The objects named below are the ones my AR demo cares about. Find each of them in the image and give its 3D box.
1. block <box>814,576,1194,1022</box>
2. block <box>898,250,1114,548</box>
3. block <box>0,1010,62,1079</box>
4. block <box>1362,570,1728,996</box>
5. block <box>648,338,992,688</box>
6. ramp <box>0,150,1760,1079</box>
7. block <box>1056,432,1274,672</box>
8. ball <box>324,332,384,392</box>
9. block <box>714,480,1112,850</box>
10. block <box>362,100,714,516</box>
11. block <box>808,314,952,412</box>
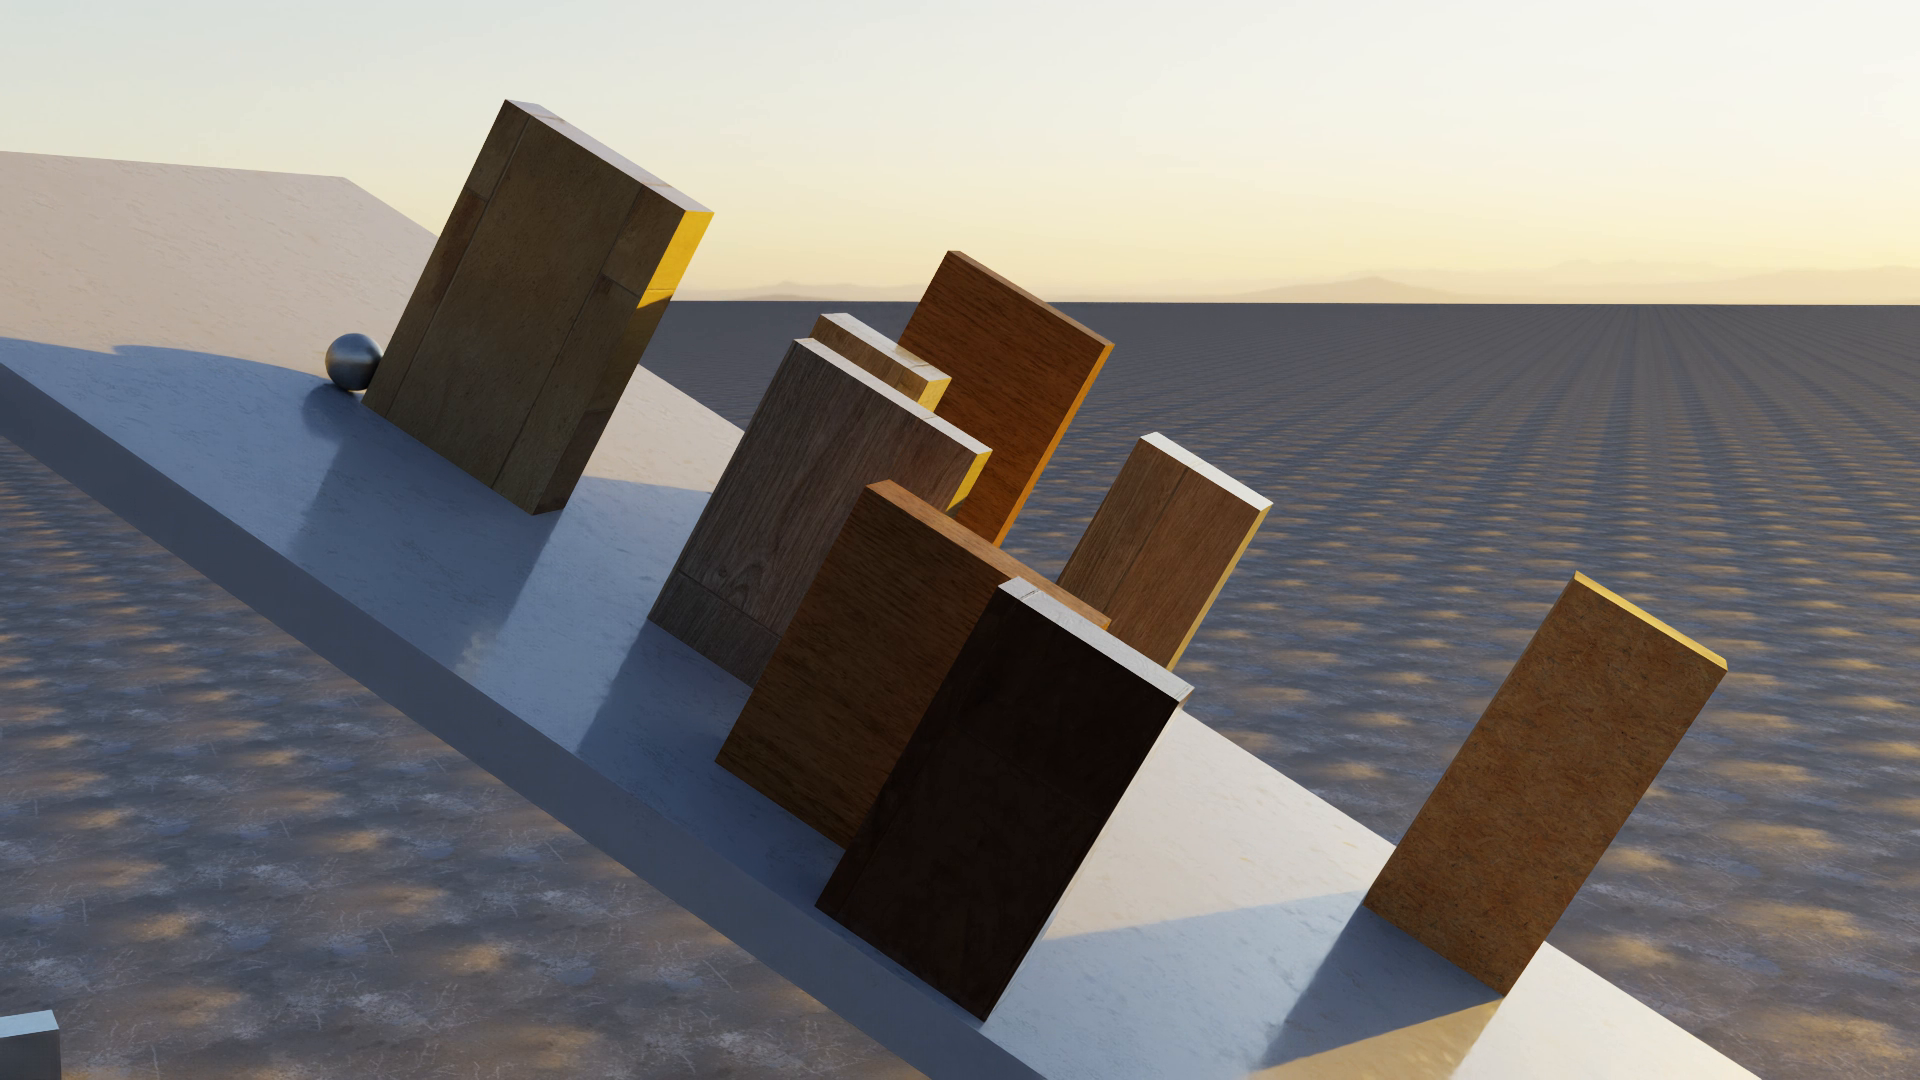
[{"bbox_3d":[0.059,0.365,3.101,0.294,0.547,0.107,32,15,11],"label":"block"},{"bbox_3d":[-0.004,-0.243,4.811,0.403,0.661,0.088,32,15,11],"label":"block"},{"bbox_3d":[-2.135,1.174,5.005,0.148,0.148,0.148,-4,8,-28],"label":"block"},{"bbox_3d":[1.142,0.480,4.324,0.327,0.776,0.125,32,15,11],"label":"block"},{"bbox_3d":[-0.245,-0.008,3.757,0.371,0.559,0.089,32,15,11],"label":"block"},{"bbox_3d":[-0.186,0.307,4.129,4.000,0.100,2.000,32,15,11],"label":"ramp"},{"bbox_3d":[0.335,0.121,4.338,0.270,0.606,0.149,32,15,11],"label":"block"},{"bbox_3d":[-1.121,-0.330,4.077,0.108,0.108,0.108,0,7,0],"label":"ball"},{"bbox_3d":[-0.076,0.233,3.372,0.409,0.505,0.111,32,15,11],"label":"block"},{"bbox_3d":[-0.774,-0.421,4.006,0.400,0.628,0.126,32,15,11],"label":"block"},{"bbox_3d":[-0.265,-0.137,4.197,0.244,0.538,0.142,32,15,11],"label":"block"}]
